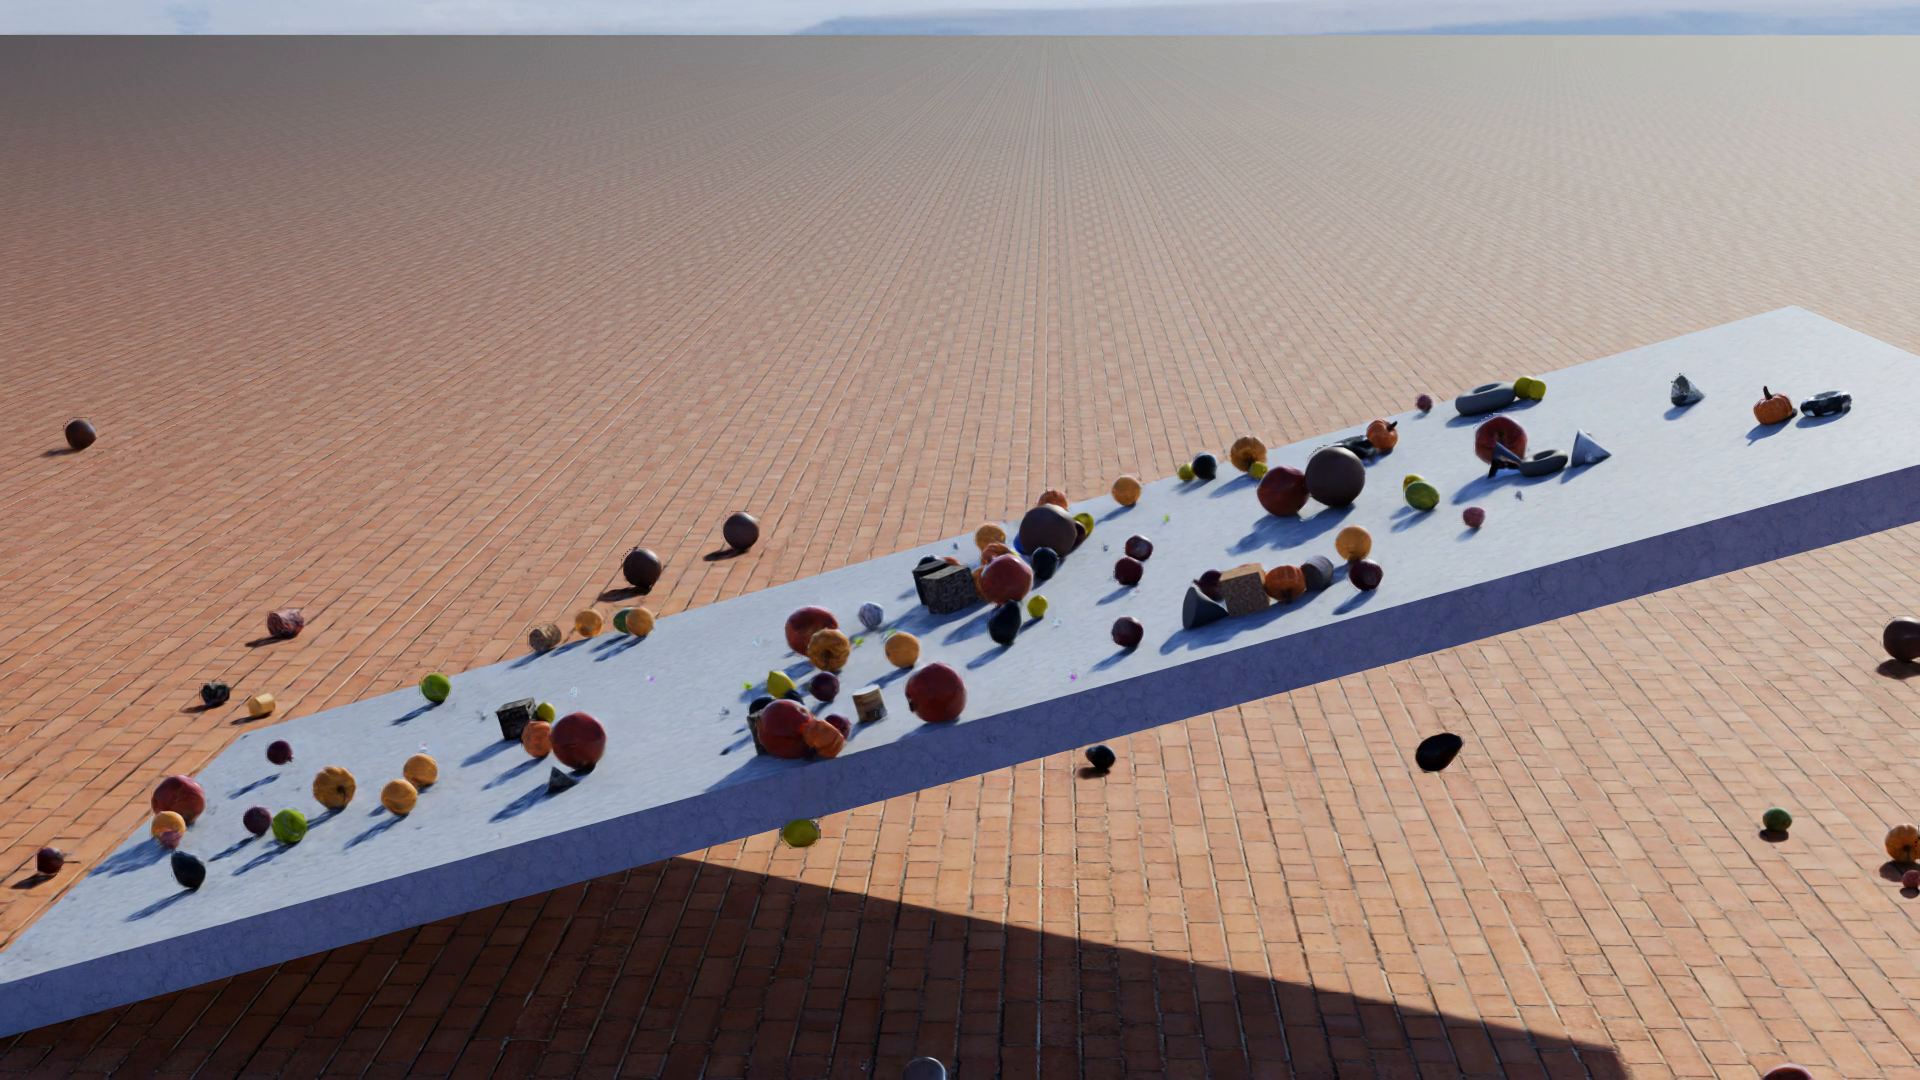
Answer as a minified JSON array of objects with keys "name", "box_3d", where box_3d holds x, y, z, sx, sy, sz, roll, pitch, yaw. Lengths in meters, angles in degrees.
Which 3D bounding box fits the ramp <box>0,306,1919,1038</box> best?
[{"name":"ramp","box_3d":[0.087,0.188,6.323,4.000,0.100,2.000,-15,10,5]}]

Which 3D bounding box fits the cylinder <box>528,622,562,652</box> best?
[{"name":"cylinder","box_3d":[-1.042,0.245,7.388,0.059,0.059,0.059,6,19,28]}]

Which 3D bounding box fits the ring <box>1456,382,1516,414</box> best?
[{"name":"ring","box_3d":[1.242,-0.334,6.945,0.146,0.049,0.146,-17,9,3]}]

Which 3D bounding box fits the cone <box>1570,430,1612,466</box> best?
[{"name":"cone","box_3d":[1.298,-0.181,6.021,0.078,0.078,0.078,12,12,7]}]

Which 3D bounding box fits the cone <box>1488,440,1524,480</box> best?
[{"name":"cone","box_3d":[1.148,-0.156,6.110,0.088,0.088,0.088,13,13,9]}]

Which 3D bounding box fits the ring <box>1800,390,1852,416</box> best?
[{"name":"ring","box_3d":[1.719,-0.271,5.836,0.102,0.034,0.102,-15,9,2]}]

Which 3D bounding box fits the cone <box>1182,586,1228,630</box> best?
[{"name":"cone","box_3d":[0.474,0.135,5.572,0.083,0.083,0.083,9,8,-13]}]

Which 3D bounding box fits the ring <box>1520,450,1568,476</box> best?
[{"name":"ring","box_3d":[1.201,-0.158,6.051,0.101,0.034,0.101,-19,11,4]}]

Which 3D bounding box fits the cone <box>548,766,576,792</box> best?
[{"name":"cone","box_3d":[-0.774,0.473,5.752,0.054,0.054,0.054,10,10,-5]}]

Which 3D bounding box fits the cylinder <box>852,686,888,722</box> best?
[{"name":"cylinder","box_3d":[-0.171,0.311,5.583,0.055,0.055,0.055,-16,10,3]}]

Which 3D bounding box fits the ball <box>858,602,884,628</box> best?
[{"name":"ball","box_3d":[-0.195,0.164,6.454,0.057,0.057,0.057,0,10,0]}]

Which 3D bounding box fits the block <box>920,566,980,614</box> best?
[{"name":"block","box_3d":[-0.022,0.109,6.406,0.082,0.082,0.082,-21,11,-28]}]

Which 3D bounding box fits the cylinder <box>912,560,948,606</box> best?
[{"name":"cylinder","box_3d":[-0.058,0.095,6.550,0.080,0.080,0.080,-16,10,3]}]

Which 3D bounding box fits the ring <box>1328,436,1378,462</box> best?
[{"name":"ring","box_3d":[0.911,-0.212,6.819,0.122,0.041,0.122,-15,10,3]}]

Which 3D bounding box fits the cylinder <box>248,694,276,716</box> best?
[{"name":"cylinder","box_3d":[-1.909,0.452,8.044,0.052,0.052,0.052,7,13,32]}]

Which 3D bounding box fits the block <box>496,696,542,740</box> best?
[{"name":"block","box_3d":[-0.959,0.390,6.404,0.068,0.068,0.068,-15,10,10]}]

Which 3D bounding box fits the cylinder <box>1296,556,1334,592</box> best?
[{"name":"cylinder","box_3d":[0.675,0.064,5.592,0.056,0.056,0.056,6,19,28]}]

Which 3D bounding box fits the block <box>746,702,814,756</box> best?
[{"name":"block","box_3d":[-0.338,0.355,5.540,0.079,0.079,0.079,-24,13,-40]}]

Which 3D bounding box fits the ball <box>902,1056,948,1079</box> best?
[{"name":"ball","box_3d":[-0.062,0.959,5.216,0.083,0.083,0.083,0,10,0]}]

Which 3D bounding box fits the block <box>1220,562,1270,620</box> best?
[{"name":"block","box_3d":[0.540,0.096,5.569,0.076,0.076,0.076,-14,10,11]}]

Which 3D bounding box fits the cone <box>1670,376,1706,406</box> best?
[{"name":"cone","box_3d":[1.577,-0.314,6.328,0.067,0.067,0.067,9,7,-19]}]

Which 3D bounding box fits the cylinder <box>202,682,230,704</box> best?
[{"name":"cylinder","box_3d":[-2.068,0.426,8.171,0.054,0.054,0.054,8,11,36]}]

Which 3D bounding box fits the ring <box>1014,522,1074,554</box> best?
[{"name":"ring","box_3d":[0.195,-0.004,6.800,0.145,0.048,0.145,-15,11,3]}]
